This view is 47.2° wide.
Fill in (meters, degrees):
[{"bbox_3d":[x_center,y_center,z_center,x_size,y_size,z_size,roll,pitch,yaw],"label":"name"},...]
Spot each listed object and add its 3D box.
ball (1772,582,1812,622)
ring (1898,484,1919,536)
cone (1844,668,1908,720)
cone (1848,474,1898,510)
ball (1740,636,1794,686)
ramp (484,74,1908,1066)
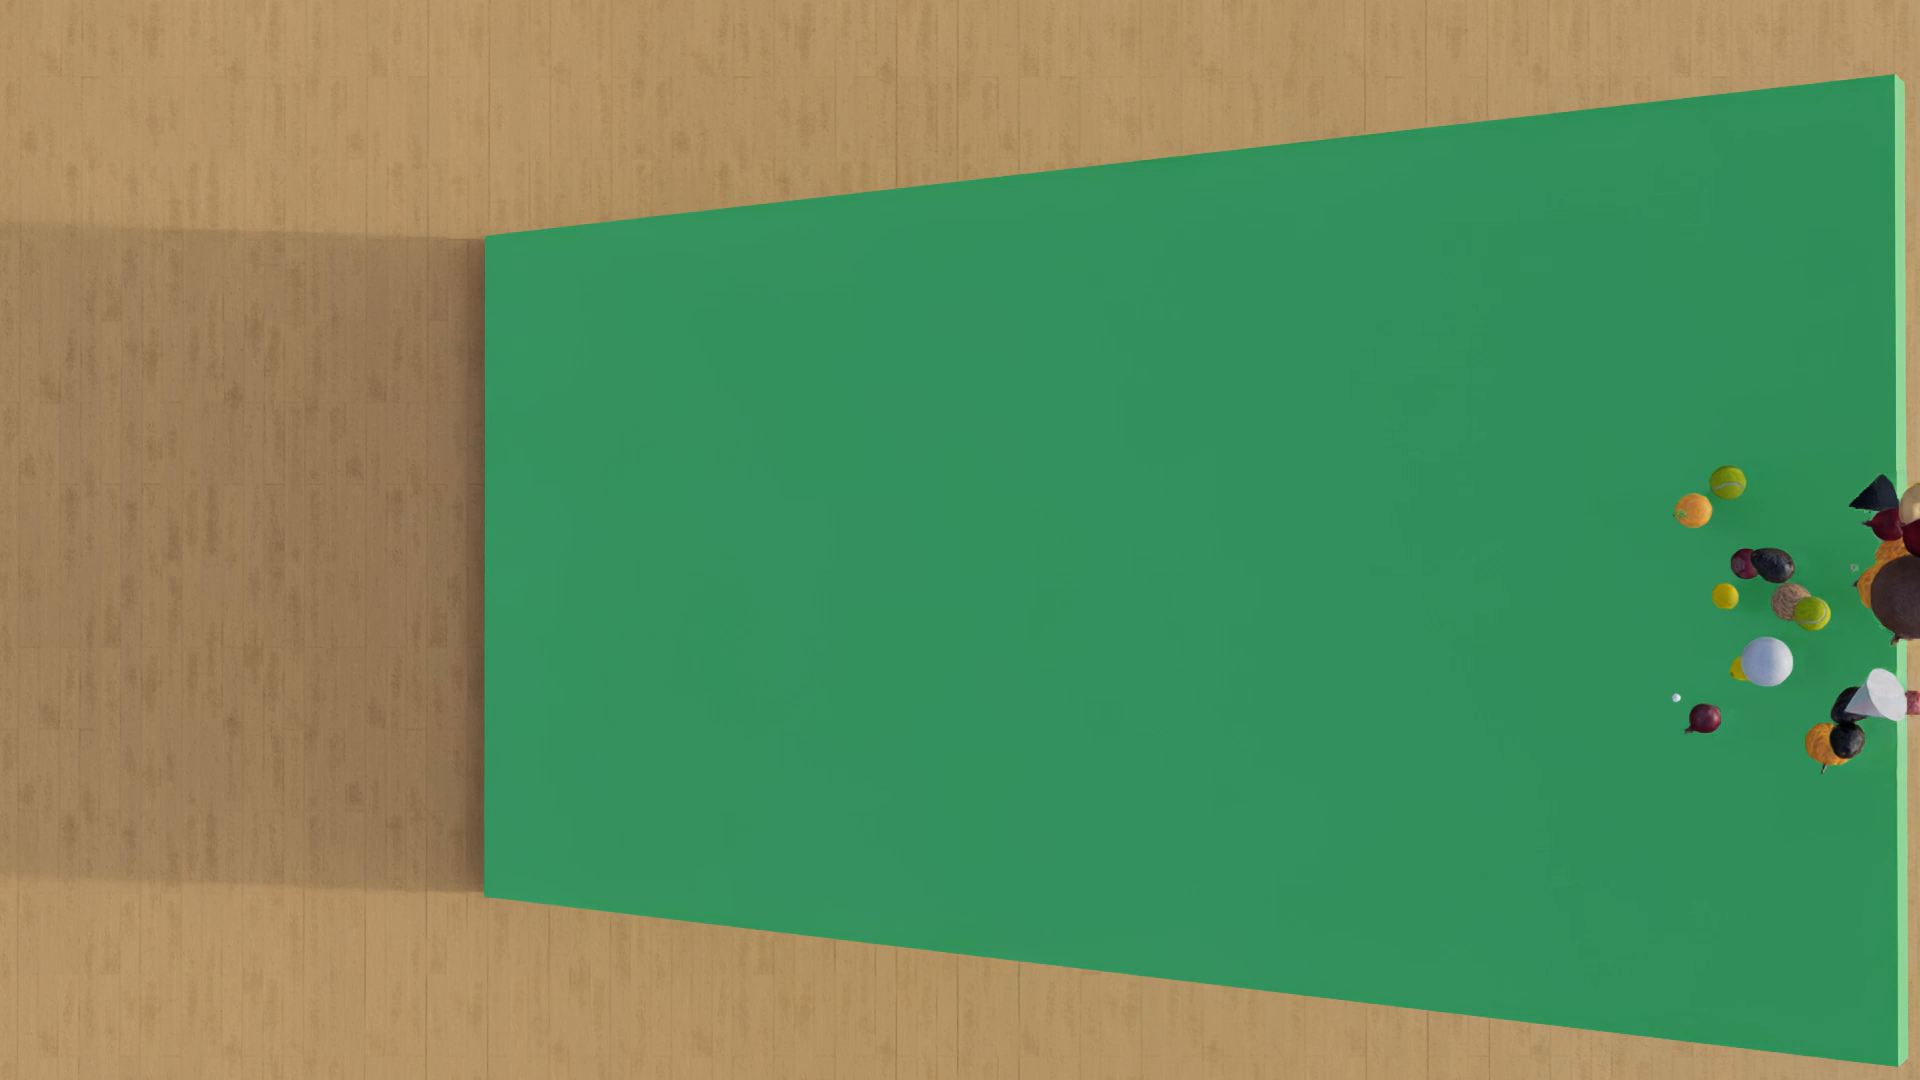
[{"bbox_3d":[1.704,0.127,4.503,0.079,0.079,0.079,0,90,0],"label":"ball"},{"bbox_3d":[1.552,-0.050,3.537,0.030,0.089,0.089,5,89,-32],"label":"ring"},{"bbox_3d":[1.477,0.266,3.589,0.089,0.089,0.089,13,62,-26],"label":"cone"},{"bbox_3d":[1.780,-0.077,4.311,0.082,0.082,0.082,-28,90,18],"label":"cone"},{"bbox_3d":[1.508,0.228,4.109,0.093,0.093,0.093,0,90,0],"label":"ball"},{"bbox_3d":[0.252,0.069,5.583,4.000,0.100,2.000,0,89,34],"label":"ramp"}]
